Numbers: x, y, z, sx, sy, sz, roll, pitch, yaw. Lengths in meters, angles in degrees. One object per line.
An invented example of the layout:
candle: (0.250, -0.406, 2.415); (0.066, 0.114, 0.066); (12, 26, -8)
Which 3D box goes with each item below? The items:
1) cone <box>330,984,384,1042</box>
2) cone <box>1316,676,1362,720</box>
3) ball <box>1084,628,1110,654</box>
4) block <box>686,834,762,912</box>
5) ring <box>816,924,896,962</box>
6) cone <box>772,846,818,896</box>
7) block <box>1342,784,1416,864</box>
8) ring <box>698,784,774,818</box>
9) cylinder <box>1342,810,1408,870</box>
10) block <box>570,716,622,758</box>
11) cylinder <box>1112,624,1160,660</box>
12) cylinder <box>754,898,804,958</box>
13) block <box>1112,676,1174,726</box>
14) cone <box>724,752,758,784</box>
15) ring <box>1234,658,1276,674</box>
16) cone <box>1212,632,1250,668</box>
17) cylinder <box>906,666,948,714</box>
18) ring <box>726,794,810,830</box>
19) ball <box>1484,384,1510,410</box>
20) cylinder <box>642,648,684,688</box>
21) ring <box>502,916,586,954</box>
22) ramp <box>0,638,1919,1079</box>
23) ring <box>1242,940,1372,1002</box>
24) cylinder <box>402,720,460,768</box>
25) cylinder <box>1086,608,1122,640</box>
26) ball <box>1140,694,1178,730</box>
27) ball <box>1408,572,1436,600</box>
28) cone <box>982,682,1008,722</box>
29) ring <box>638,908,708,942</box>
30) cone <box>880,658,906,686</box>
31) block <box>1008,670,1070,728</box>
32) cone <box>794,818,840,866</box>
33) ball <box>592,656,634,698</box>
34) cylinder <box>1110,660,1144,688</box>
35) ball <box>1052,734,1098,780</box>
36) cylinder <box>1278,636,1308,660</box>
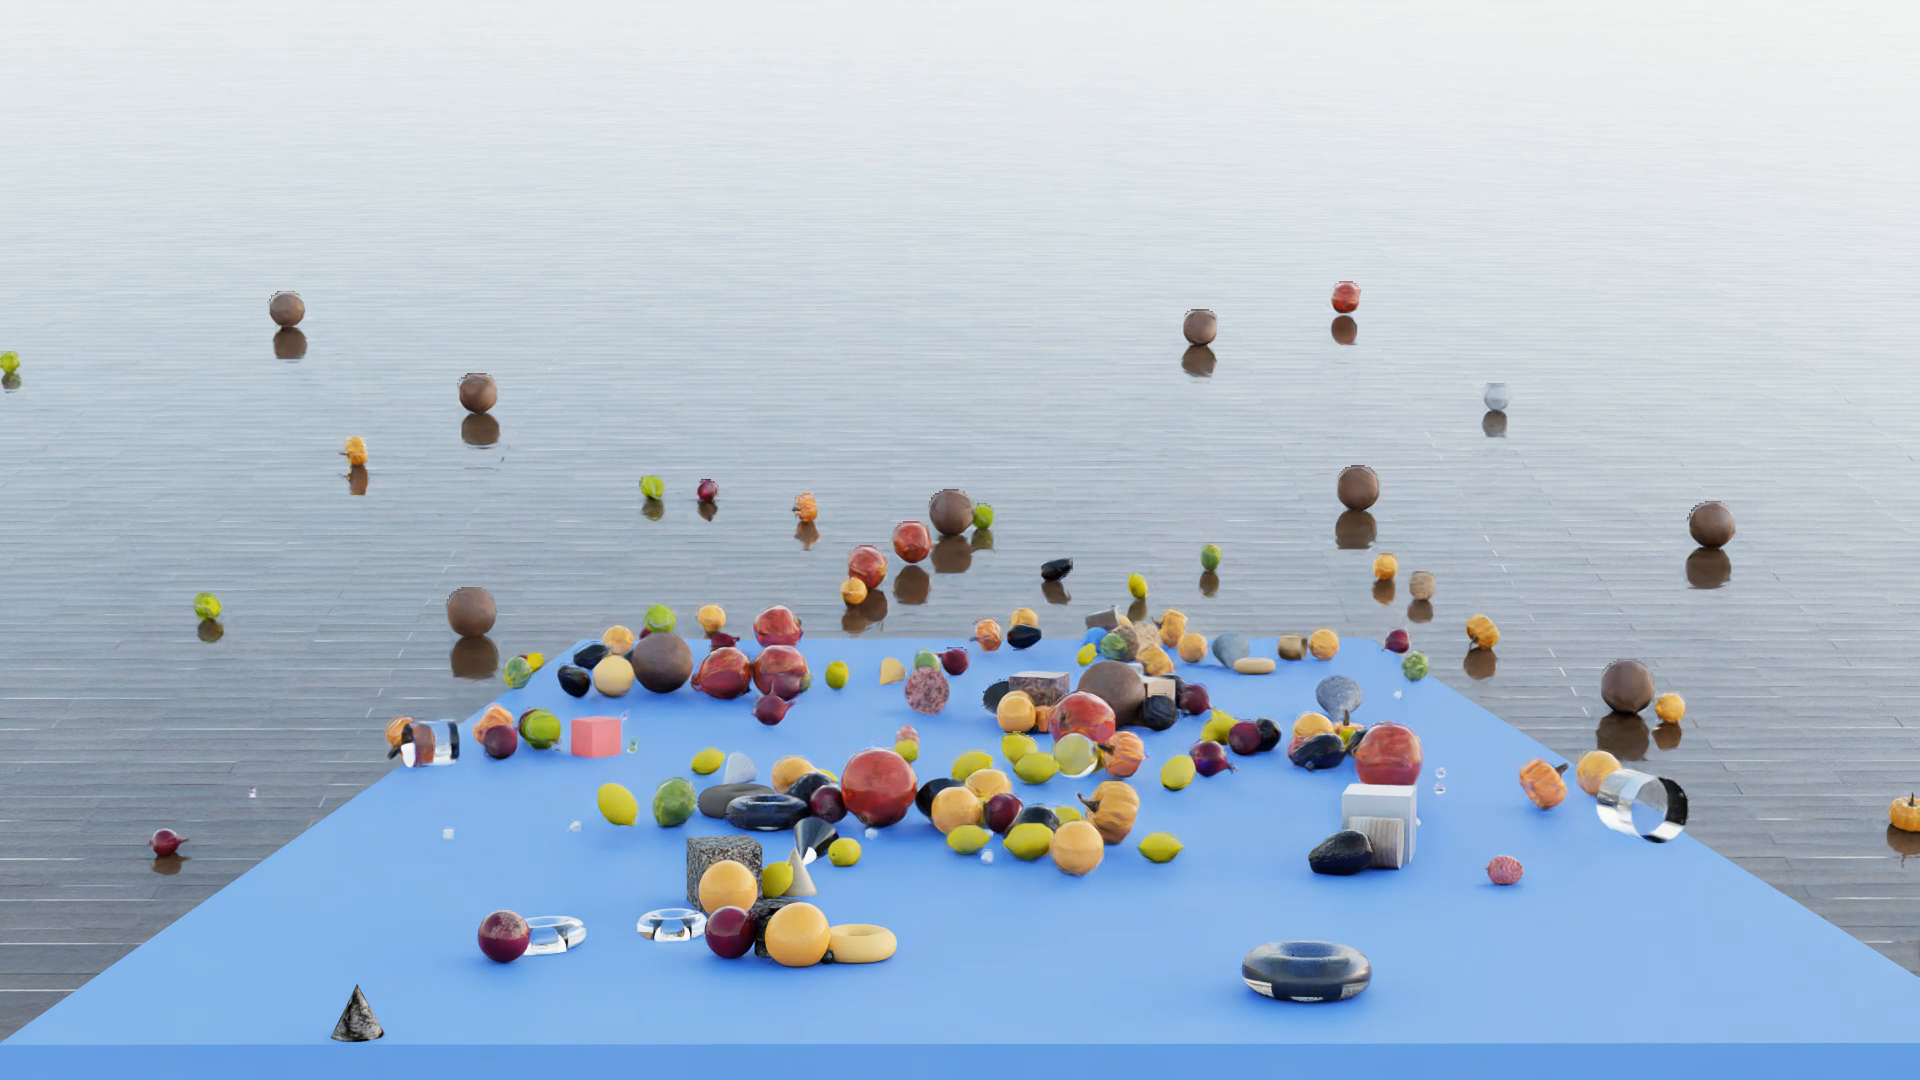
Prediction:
cone: (-0.602, 0.469, 2.567); (0.053, 0.053, 0.053); (0, 4, 0)
cone: (0.731, 0.325, 4.972); (0.092, 0.092, 0.092); (4, 31, 10)
ball: (0.328, 0.241, 6.151); (0.065, 0.065, 0.065); (0, 20, 0)
block: (-0.295, 0.416, 3.212); (0.079, 0.079, 0.079); (-1, 4, -18)
ring: (-0.117, 0.459, 2.918); (0.092, 0.031, 0.092); (1, 5, 0)
cone: (-0.212, 0.421, 3.284); (0.060, 0.060, 0.060); (0, 4, 0)
block: (0.577, 0.389, 3.532); (0.092, 0.092, 0.092); (1, 4, 15)
ring: (-0.336, 0.395, 3.881); (0.121, 0.040, 0.121); (-1, 4, 0)
cylinder: (0.558, 0.406, 3.453); (0.068, 0.068, 0.068); (17, 24, 18)
block: (-0.638, 0.345, 4.499); (0.062, 0.062, 0.062); (-3, 5, -44)
cylinder: (0.414, 0.239, 6.031); (0.082, 0.082, 0.082); (19, 15, 42)
cylinder: (-0.206, 0.444, 2.937); (0.057, 0.057, 0.057); (0, 4, 0)
block: (0.351, 0.308, 4.913); (0.084, 0.084, 0.084); (3, 5, 41)
cone: (-0.368, 0.384, 4.156); (0.057, 0.057, 0.057); (11, 36, 28)
ring: (0.661, 0.282, 5.756); (0.094, 0.031, 0.094); (-2, 3, 0)
cone: (0.617, 0.272, 5.862); (0.087, 0.087, 0.087); (3, 30, 7)
cylinder: (-0.064, 0.297, 5.080); (0.085, 0.085, 0.085); (0, 4, 0)
ring: (-0.283, 0.400, 3.774); (0.123, 0.041, 0.123); (1, 2, 0)
ball: (1.815, -0.481, 8.680); (0.090, 0.090, 0.090); (0, 20, 0)
cylinder: (-0.634, 0.274, 5.486); (0.083, 0.083, 0.083); (0, 20, -4)
ring: (-0.479, 0.455, 2.956); (0.098, 0.033, 0.098); (-3, 1, 0)
ramp: (0.047, 0.424, 4.534); (2.000, 0.100, 4.000); (0, 4, 0)
ring: (0.371, 0.461, 2.748); (0.139, 0.046, 0.139); (0, 2, 0)
cylinder: (-0.900, 0.346, 4.367); (0.077, 0.077, 0.077); (-2, 19, -29)
cylinder: (0.357, 0.213, 6.339); (0.076, 0.076, 0.076); (-14, 18, 12)
ball: (0.372, 0.323, 4.800); (0.068, 0.068, 0.068); (0, 20, 0)
ball: (1.267, 0.127, 7.036); (0.074, 0.074, 0.074); (0, 20, 0)
cone: (0.089, 0.330, 4.944); (0.083, 0.083, 0.083); (-2, 30, -5)
ring: (-0.339, 0.454, 3.025); (0.083, 0.028, 0.083); (-1, 3, 0)
cone: (-0.159, 0.297, 5.544); (0.063, 0.063, 0.063); (10, 34, 25)
block: (0.152, 0.303, 4.904); (0.094, 0.094, 0.094); (1, 4, 19)
cone: (-0.205, 0.423, 3.488); (0.067, 0.067, 0.067); (5, 31, 14)
ball: (-0.717, 0.282, 5.313); (0.087, 0.087, 0.087); (0, 20, 0)
cylinder: (0.351, 0.289, 5.400); (0.061, 0.061, 0.061); (13, 23, 12)
ball: (0.189, 0.355, 4.219); (0.075, 0.075, 0.075); (0, 20, 0)
cylinder: (0.782, 0.253, 6.024); (0.055, 0.055, 0.055); (3, 19, 28)
